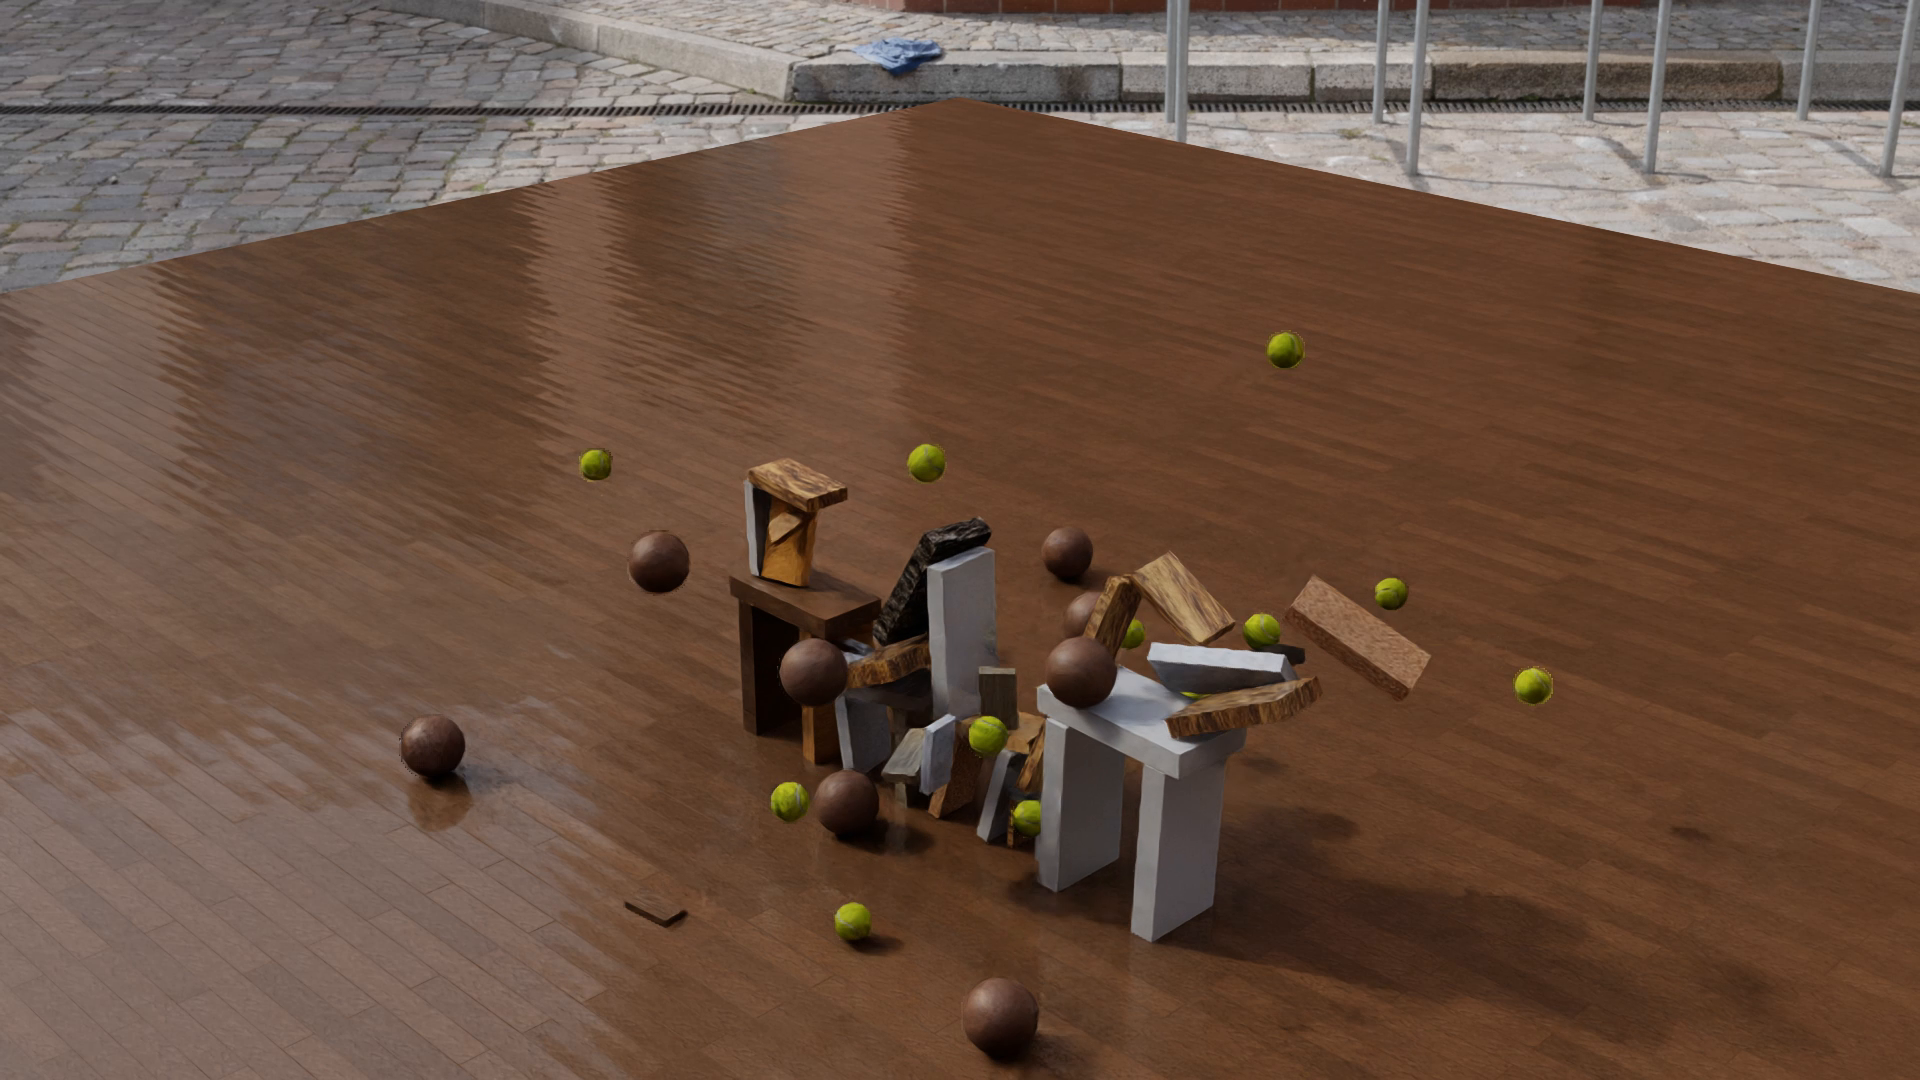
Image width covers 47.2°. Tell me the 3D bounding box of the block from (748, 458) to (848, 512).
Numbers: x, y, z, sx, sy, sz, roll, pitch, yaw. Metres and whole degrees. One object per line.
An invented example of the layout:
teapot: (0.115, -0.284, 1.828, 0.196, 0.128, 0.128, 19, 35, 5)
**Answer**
block: (-0.336, -0.115, 4.550, 0.103, 0.029, 0.206, -19, 31, -36)

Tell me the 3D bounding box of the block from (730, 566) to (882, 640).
block: (-0.326, 0.119, 4.629, 0.155, 0.044, 0.310, -21, 31, -40)

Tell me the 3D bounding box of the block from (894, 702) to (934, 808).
block: (-0.079, 0.418, 4.478, 0.116, 0.232, 0.033, -21, 31, -39)

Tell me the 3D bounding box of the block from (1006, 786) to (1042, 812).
block: (0.147, 0.502, 4.280, 0.108, 0.015, 0.054, 21, 30, 40)

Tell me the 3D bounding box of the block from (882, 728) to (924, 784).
block: (-0.090, 0.413, 4.212, 0.070, 0.020, 0.139, 3, 34, 25)

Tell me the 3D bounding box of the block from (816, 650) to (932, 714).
block: (-0.160, 0.286, 4.441, 0.232, 0.033, 0.116, 11, 27, 20)

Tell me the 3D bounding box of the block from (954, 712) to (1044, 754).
block: (0.078, 0.366, 4.323, 0.206, 0.029, 0.103, 13, 25, 34)

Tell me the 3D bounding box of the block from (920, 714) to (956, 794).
block: (-0.041, 0.401, 4.112, 0.020, 0.140, 0.070, 22, 31, 31)

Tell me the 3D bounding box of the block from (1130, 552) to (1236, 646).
block: (0.411, 0.114, 4.070, 0.094, 0.027, 0.189, -30, 62, -22)

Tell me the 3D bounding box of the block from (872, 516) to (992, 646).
block: (-0.058, 0.084, 4.353, 0.148, 0.295, 0.042, -16, 57, -40)

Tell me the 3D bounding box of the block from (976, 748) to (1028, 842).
block: (0.098, 0.489, 4.335, 0.029, 0.206, 0.103, 33, 34, 31)

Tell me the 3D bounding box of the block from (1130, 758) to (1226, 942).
block: (0.401, 0.543, 4.023, 0.178, 0.356, 0.050, -21, 33, -41)

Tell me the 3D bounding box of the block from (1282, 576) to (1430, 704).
block: (0.699, 0.173, 3.874, 0.251, 0.036, 0.126, 35, 38, 8)

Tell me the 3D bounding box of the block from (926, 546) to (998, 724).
block: (0.007, 0.188, 4.299, 0.042, 0.325, 0.148, 16, 27, 41)

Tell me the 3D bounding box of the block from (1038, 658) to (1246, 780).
block: (0.330, 0.323, 4.020, 0.178, 0.050, 0.356, -19, 30, -38)

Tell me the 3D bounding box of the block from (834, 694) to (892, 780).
block: (-0.203, 0.371, 4.573, 0.033, 0.232, 0.116, 17, 36, 36)

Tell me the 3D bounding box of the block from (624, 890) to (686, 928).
block: (-0.570, 0.690, 4.116, 0.109, 0.015, 0.054, 18, 29, 36)

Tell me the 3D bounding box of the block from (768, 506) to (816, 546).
block: (-0.349, -0.039, 4.559, 0.015, 0.109, 0.054, 31, 33, -44)

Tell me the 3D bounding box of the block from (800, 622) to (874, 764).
block: (-0.257, 0.306, 4.641, 0.155, 0.310, 0.044, -16, 27, -32)

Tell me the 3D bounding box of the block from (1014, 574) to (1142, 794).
block: (0.232, 0.277, 4.204, 0.094, 0.472, 0.027, -1, 30, -48)

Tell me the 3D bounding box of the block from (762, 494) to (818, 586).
block: (-0.355, -0.015, 4.622, 0.103, 0.206, 0.029, 13, 10, 31)

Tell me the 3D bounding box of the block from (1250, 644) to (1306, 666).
block: (0.539, 0.229, 4.108, 0.189, 0.027, 0.095, -15, -17, 36)

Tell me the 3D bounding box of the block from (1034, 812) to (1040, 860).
block: (0.171, 0.568, 4.282, 0.015, 0.108, 0.054, 24, 32, 39)

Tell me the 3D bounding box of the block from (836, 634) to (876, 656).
block: (-0.205, 0.225, 4.541, 0.054, 0.015, 0.109, 36, -12, -35)

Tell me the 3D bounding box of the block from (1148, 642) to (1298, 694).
block: (0.477, 0.239, 3.963, 0.251, 0.126, 0.036, 4, 62, 27)

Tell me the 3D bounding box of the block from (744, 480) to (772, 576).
block: (-0.402, -0.036, 4.668, 0.103, 0.206, 0.029, -17, 23, -39)

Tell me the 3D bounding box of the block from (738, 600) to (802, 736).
block: (-0.400, 0.254, 4.765, 0.155, 0.310, 0.044, -21, 31, -41)

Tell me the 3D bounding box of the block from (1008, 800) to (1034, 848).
block: (0.119, 0.549, 4.329, 0.015, 0.108, 0.054, 24, 33, 39)

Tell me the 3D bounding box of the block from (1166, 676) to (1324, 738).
block: (0.495, 0.293, 3.841, 0.251, 0.036, 0.126, -15, 6, 45)

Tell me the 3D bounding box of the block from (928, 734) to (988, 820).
block: (0.001, 0.458, 4.418, 0.029, 0.206, 0.103, 35, 39, 29)

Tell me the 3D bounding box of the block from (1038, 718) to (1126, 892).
block: (0.234, 0.477, 4.180, 0.178, 0.356, 0.050, -21, 33, -41)

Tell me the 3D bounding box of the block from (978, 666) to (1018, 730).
block: (0.075, 0.307, 4.240, 0.070, 0.139, 0.020, 2, 35, 7)

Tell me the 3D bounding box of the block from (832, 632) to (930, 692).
block: (-0.102, 0.229, 4.395, 0.148, 0.042, 0.295, -13, 6, 39)
